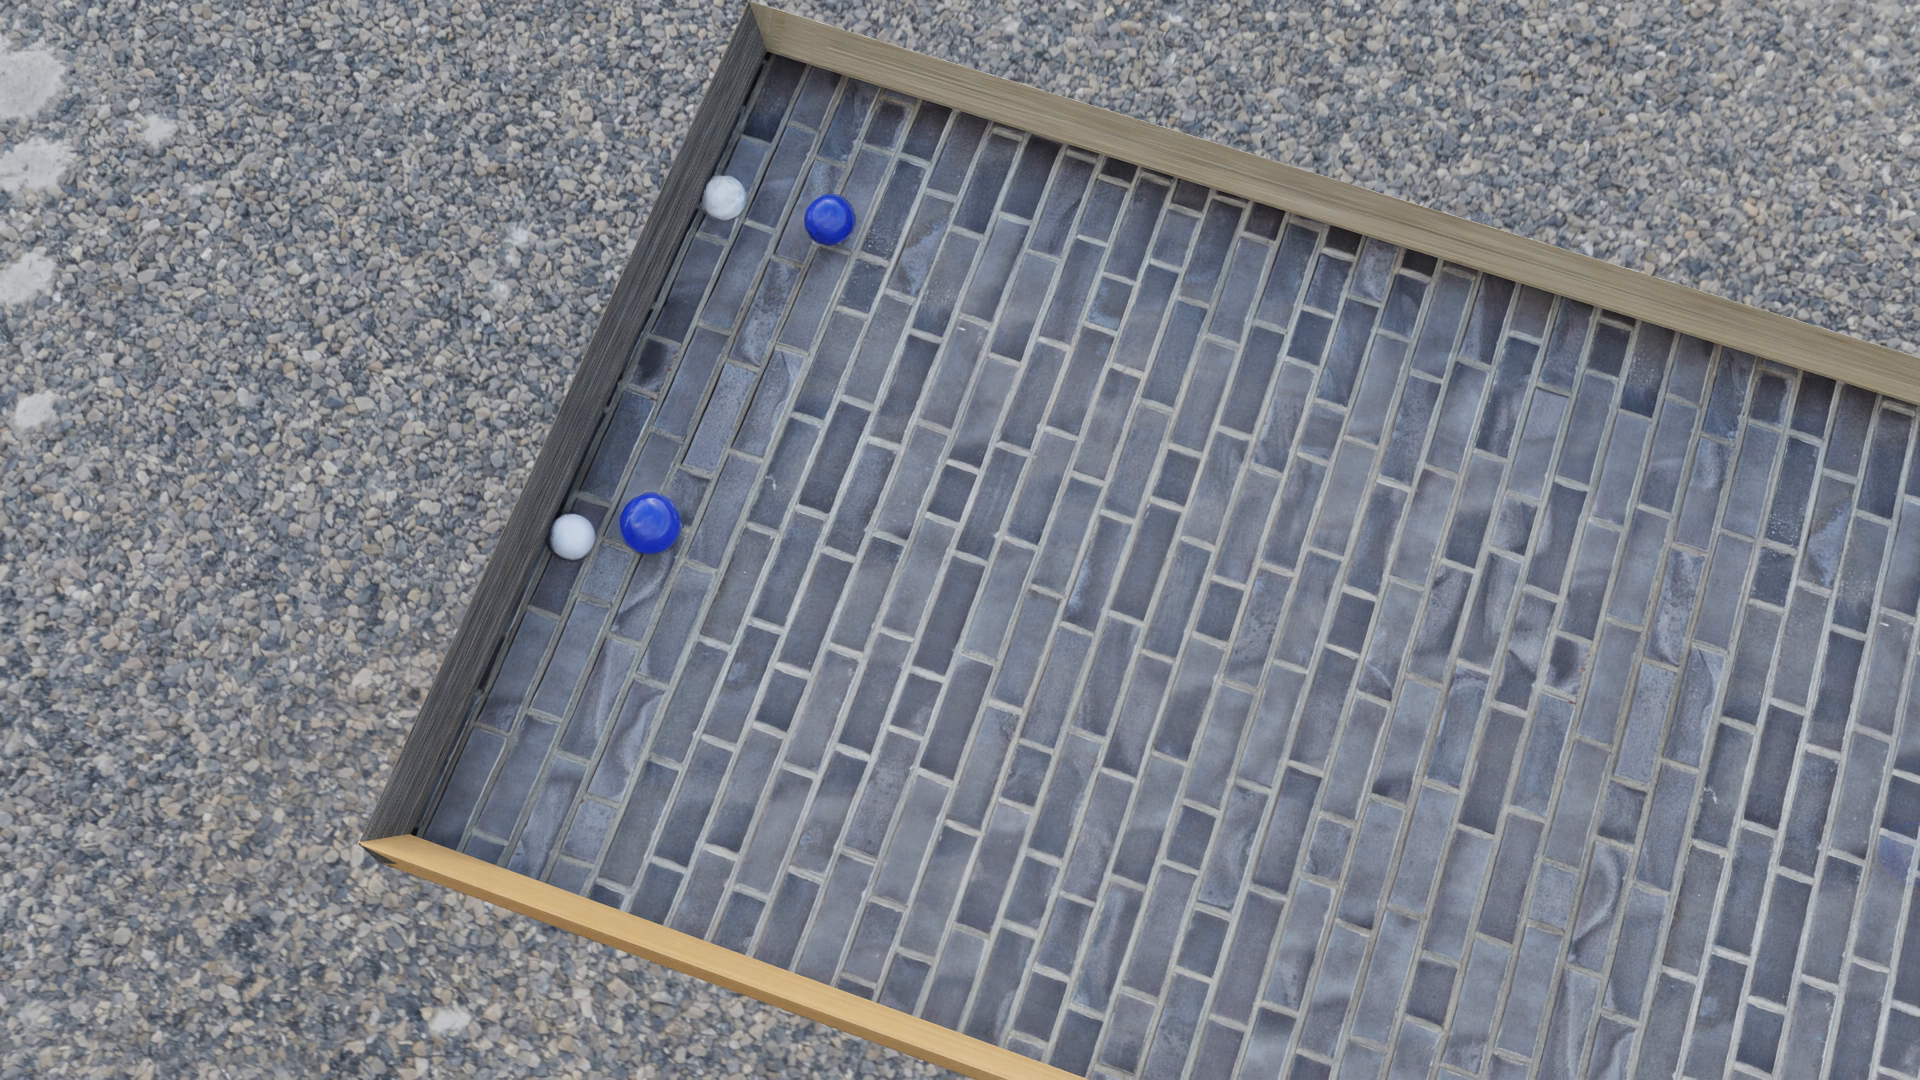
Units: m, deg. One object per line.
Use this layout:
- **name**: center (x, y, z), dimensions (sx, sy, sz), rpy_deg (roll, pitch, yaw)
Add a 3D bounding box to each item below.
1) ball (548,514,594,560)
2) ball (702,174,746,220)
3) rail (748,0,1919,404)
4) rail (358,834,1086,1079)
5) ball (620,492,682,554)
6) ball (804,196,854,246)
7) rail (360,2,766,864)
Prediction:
- **ball**: center (-0.612, -0.005, 3.467), dimensions (0.072, 0.072, 0.072), rpy_deg (0, 69, 0)
- **ball**: center (-0.396, -0.574, 3.685), dimensions (0.075, 0.075, 0.075), rpy_deg (0, 69, 0)
- **rail**: center (0.868, -0.461, 3.613), dimensions (2.621, 0.125, 0.045), rpy_deg (18, 70, 7)
- **rail**: center (0.366, 0.853, 3.107), dimensions (2.621, 0.125, 0.045), rpy_deg (18, 70, 7)
- **ball**: center (-0.487, -0.027, 3.462), dimensions (0.096, 0.096, 0.096), rpy_deg (0, 69, 0)
- **ball**: center (-0.218, -0.533, 3.664), dimensions (0.083, 0.083, 0.083), rpy_deg (0, 69, 0)
- **rail**: center (-0.595, -0.207, 3.515), dimensions (0.045, 0.125, 1.543), rpy_deg (18, 70, 7)
